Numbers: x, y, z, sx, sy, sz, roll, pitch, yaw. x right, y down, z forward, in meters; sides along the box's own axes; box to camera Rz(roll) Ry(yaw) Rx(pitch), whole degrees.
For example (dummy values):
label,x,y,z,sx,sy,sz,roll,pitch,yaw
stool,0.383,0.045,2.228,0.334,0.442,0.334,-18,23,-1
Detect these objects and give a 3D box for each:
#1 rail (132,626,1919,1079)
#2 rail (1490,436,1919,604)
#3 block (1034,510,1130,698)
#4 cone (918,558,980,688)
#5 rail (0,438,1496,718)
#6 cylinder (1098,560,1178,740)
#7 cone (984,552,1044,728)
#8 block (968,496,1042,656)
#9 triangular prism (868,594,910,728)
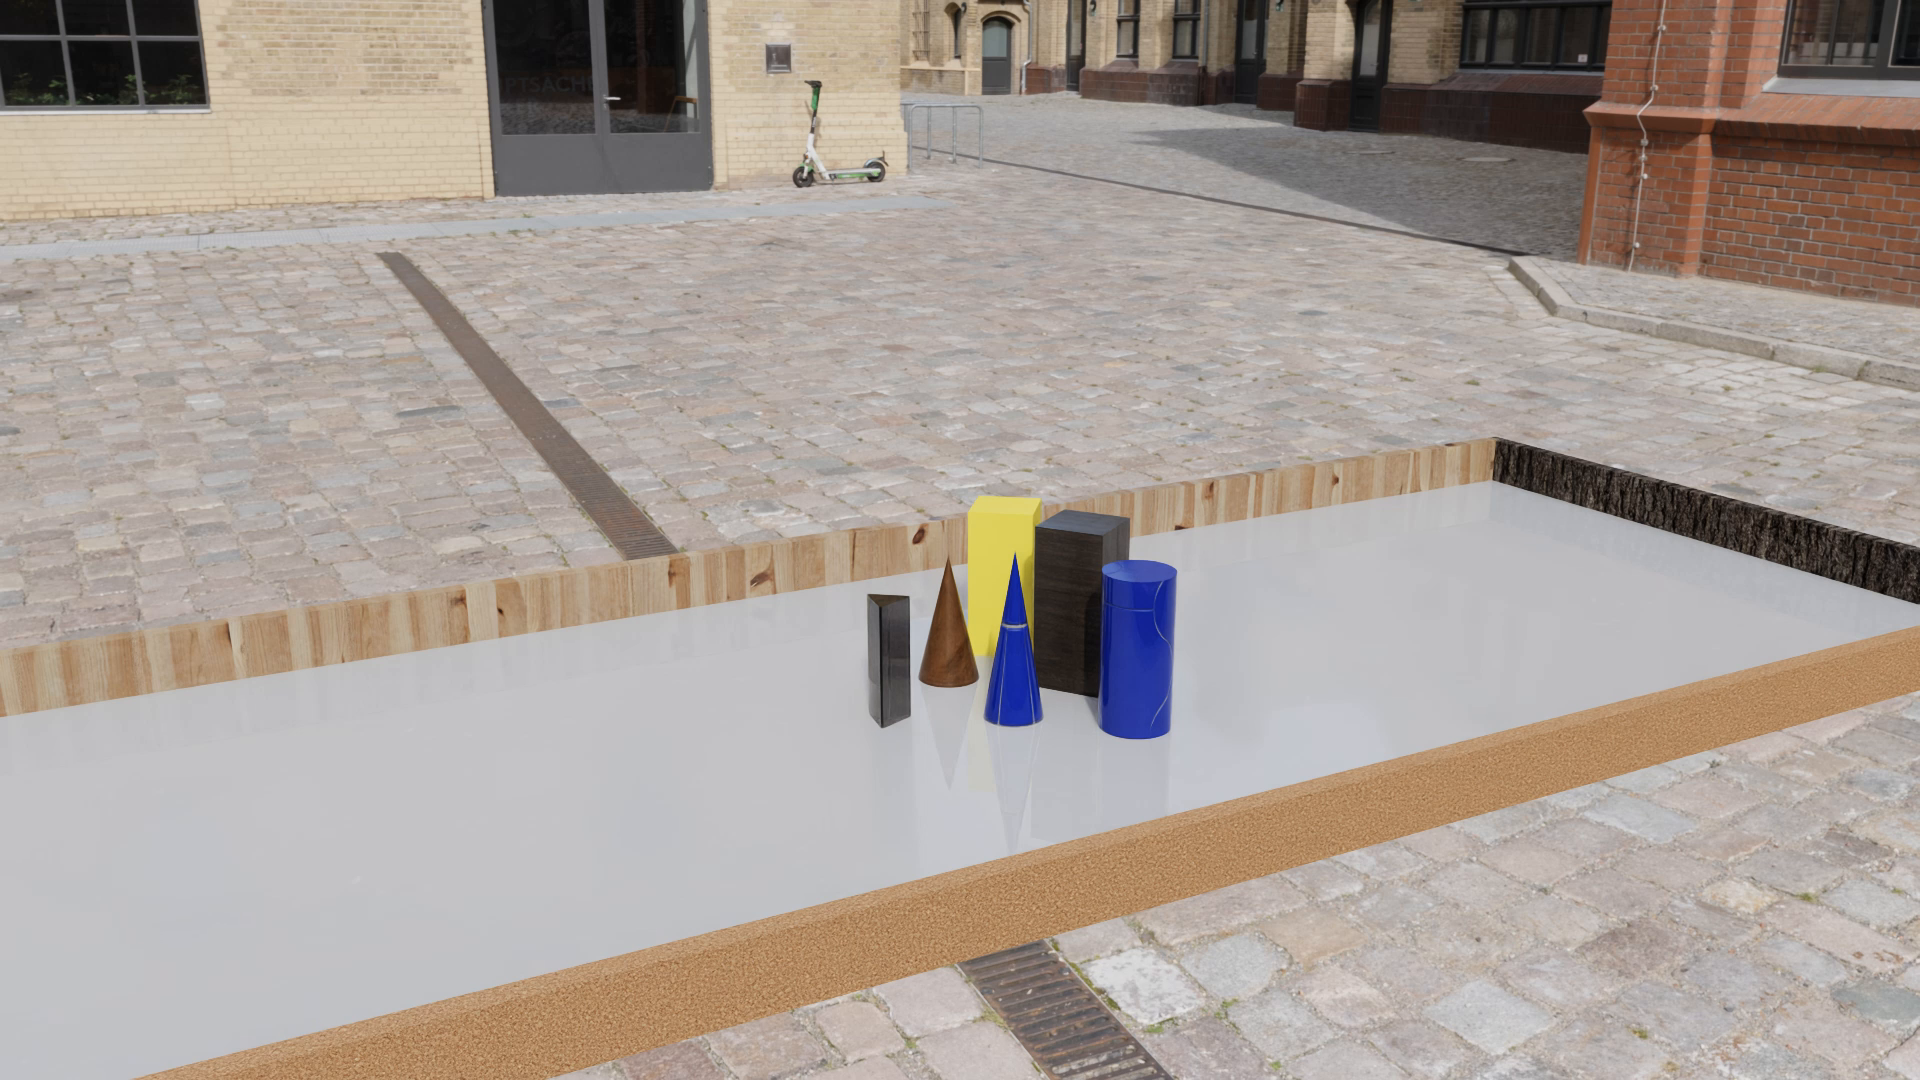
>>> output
label,x,y,z,sx,sy,sz,roll,pitch,yaw
rail,-2.336,1.006,1.665,12.000,0.150,0.050,-9,18,-27
rail,2.466,-0.048,5.253,0.050,0.150,2.100,-9,18,-27
block,0.301,0.155,4.093,0.177,0.414,0.177,8,18,26
cone,-0.029,0.191,4.133,0.156,0.322,0.156,0,16,0
rail,-3.305,0.497,3.399,12.000,0.150,0.050,-9,18,-27
cylinder,0.410,0.252,3.822,0.173,0.380,0.173,0,16,0
cone,0.127,0.222,3.871,0.146,0.412,0.146,0,16,0
block,0.118,0.096,4.339,0.167,0.389,0.167,3,17,10
triangular prism,-0.183,0.278,3.877,0.087,0.300,0.100,13,21,38
